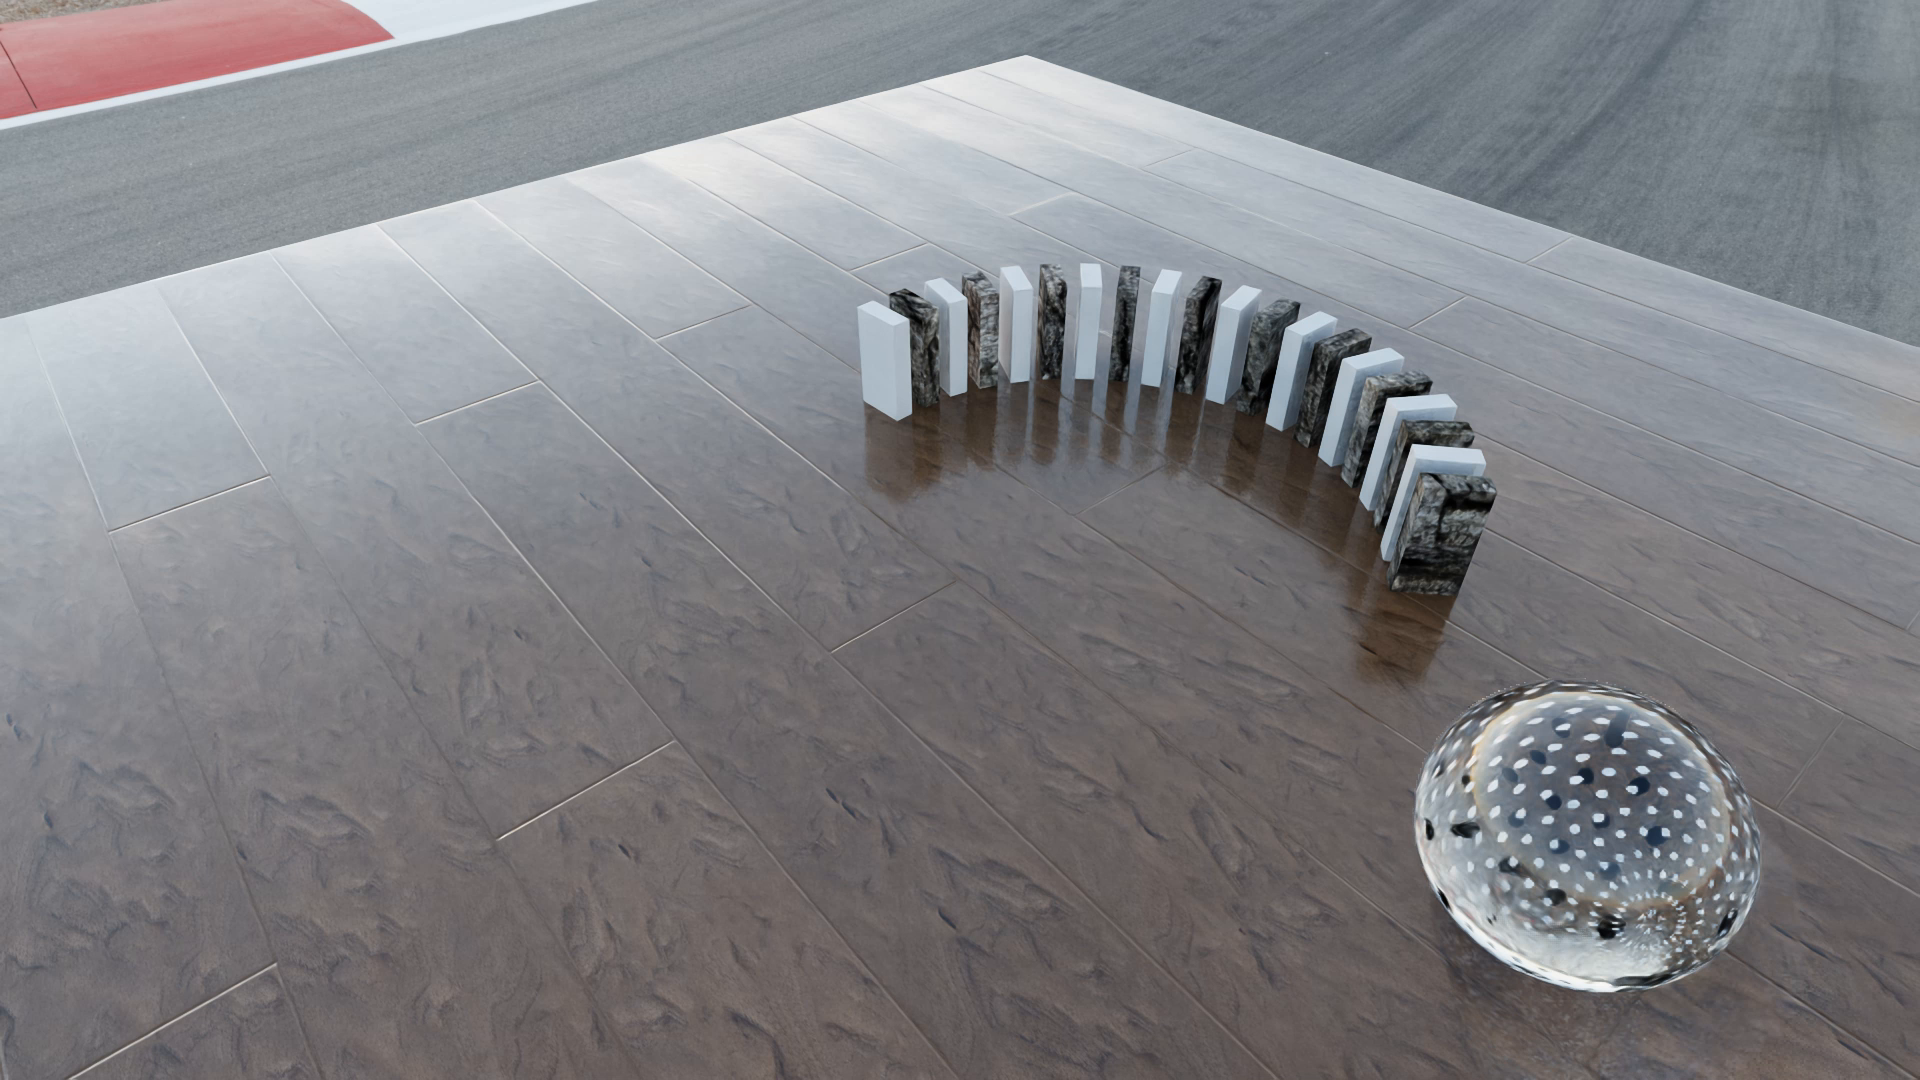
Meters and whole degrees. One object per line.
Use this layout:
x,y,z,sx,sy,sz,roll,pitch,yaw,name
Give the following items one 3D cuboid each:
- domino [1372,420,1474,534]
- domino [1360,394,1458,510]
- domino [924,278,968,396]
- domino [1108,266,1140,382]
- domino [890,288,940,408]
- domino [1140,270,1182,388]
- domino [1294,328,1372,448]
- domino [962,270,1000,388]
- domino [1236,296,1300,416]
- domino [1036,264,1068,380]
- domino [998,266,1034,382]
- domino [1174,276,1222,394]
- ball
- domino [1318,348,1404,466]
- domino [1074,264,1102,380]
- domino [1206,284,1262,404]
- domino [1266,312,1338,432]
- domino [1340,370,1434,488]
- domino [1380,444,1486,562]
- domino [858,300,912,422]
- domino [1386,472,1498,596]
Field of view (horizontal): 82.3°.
0.185,-0.024,0.441,0.025,0.050,0.009,3,39,3,domino
0.185,-0.036,0.455,0.025,0.050,0.010,-5,40,-6,domino
-0.007,-0.098,0.531,0.010,0.050,0.025,-19,43,-22,domino
0.081,-0.106,0.541,0.010,0.050,0.025,7,40,8,domino
-0.021,-0.091,0.523,0.009,0.050,0.025,-28,47,-30,domino
0.098,-0.103,0.538,0.010,0.050,0.025,13,41,15,domino
0.167,-0.068,0.494,0.025,0.050,0.010,-21,44,-24,domino
0.010,-0.102,0.536,0.010,0.050,0.025,-13,41,-16,domino
0.144,-0.086,0.516,0.009,0.050,0.025,31,48,32,domino
0.045,-0.107,0.543,0.010,0.050,0.025,-3,39,-4,domino
0.027,-0.106,0.541,0.010,0.050,0.025,-8,40,-10,domino
0.115,-0.099,0.532,0.009,0.050,0.025,18,43,21,domino
0.164,0.078,0.293,0.080,0.080,0.080,0,39,0,ball
0.175,-0.058,0.482,0.025,0.050,0.009,-15,42,-17,domino
0.063,-0.108,0.543,0.009,0.050,0.025,2,39,3,domino
0.130,-0.093,0.525,0.010,0.050,0.025,24,45,26,domino
0.157,-0.077,0.506,0.025,0.050,0.010,-27,47,-29,domino
0.181,-0.047,0.469,0.025,0.050,0.010,-10,40,-12,domino
0.183,-0.013,0.427,0.025,0.050,0.010,6,40,7,domino
-0.035,-0.083,0.513,0.010,0.050,0.025,-31,48,-32,domino
0.180,-0.002,0.413,0.025,0.050,0.009,4,39,5,domino
